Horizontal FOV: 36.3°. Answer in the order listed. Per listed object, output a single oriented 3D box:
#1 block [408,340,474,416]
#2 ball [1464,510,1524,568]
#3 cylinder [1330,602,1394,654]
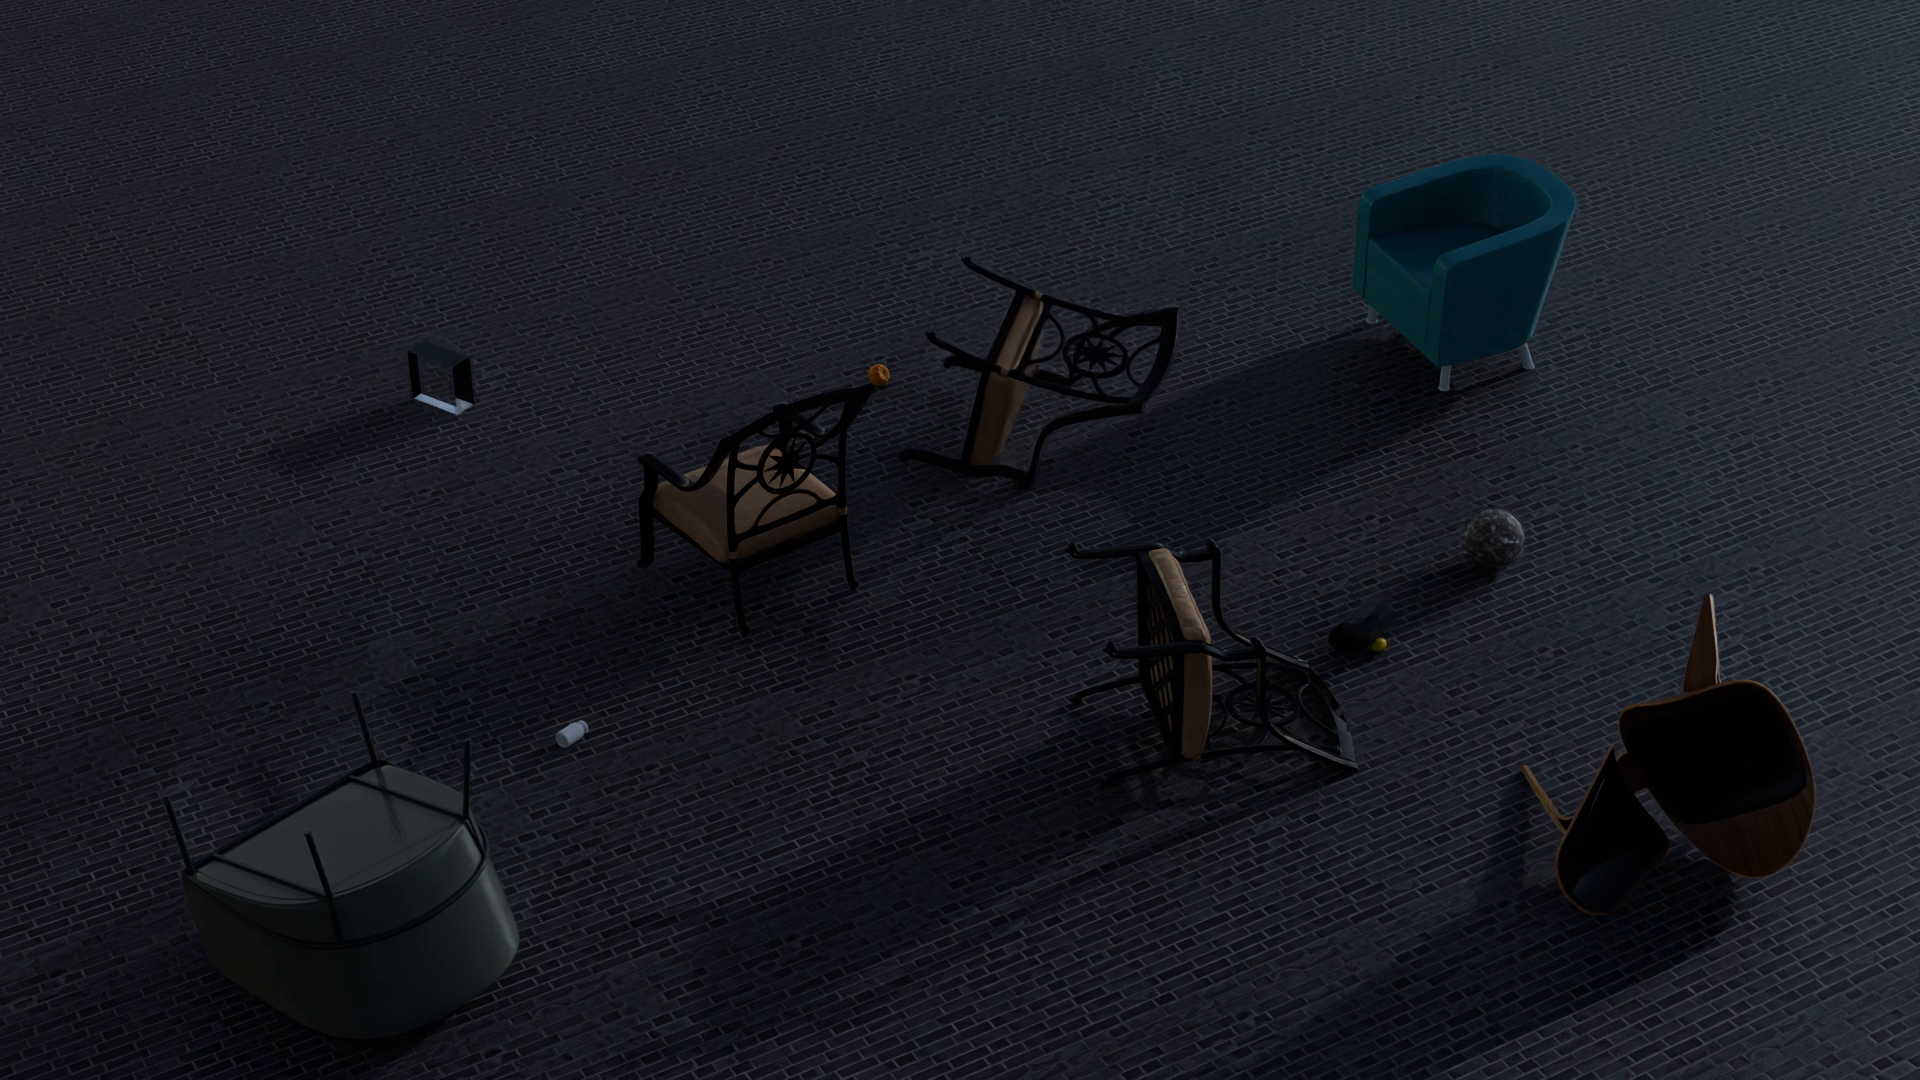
[{"bbox_3d":[-2.076,-0.648,11.727,0.239,0.221,0.101,20,38,28],"label":"block"},{"bbox_3d":[1.958,-0.004,10.751,0.219,0.219,0.219,0,33,0],"label":"ball"},{"bbox_3d":[1.418,0.309,10.344,0.184,0.116,0.166,-20,11,48],"label":"cylinder"}]
